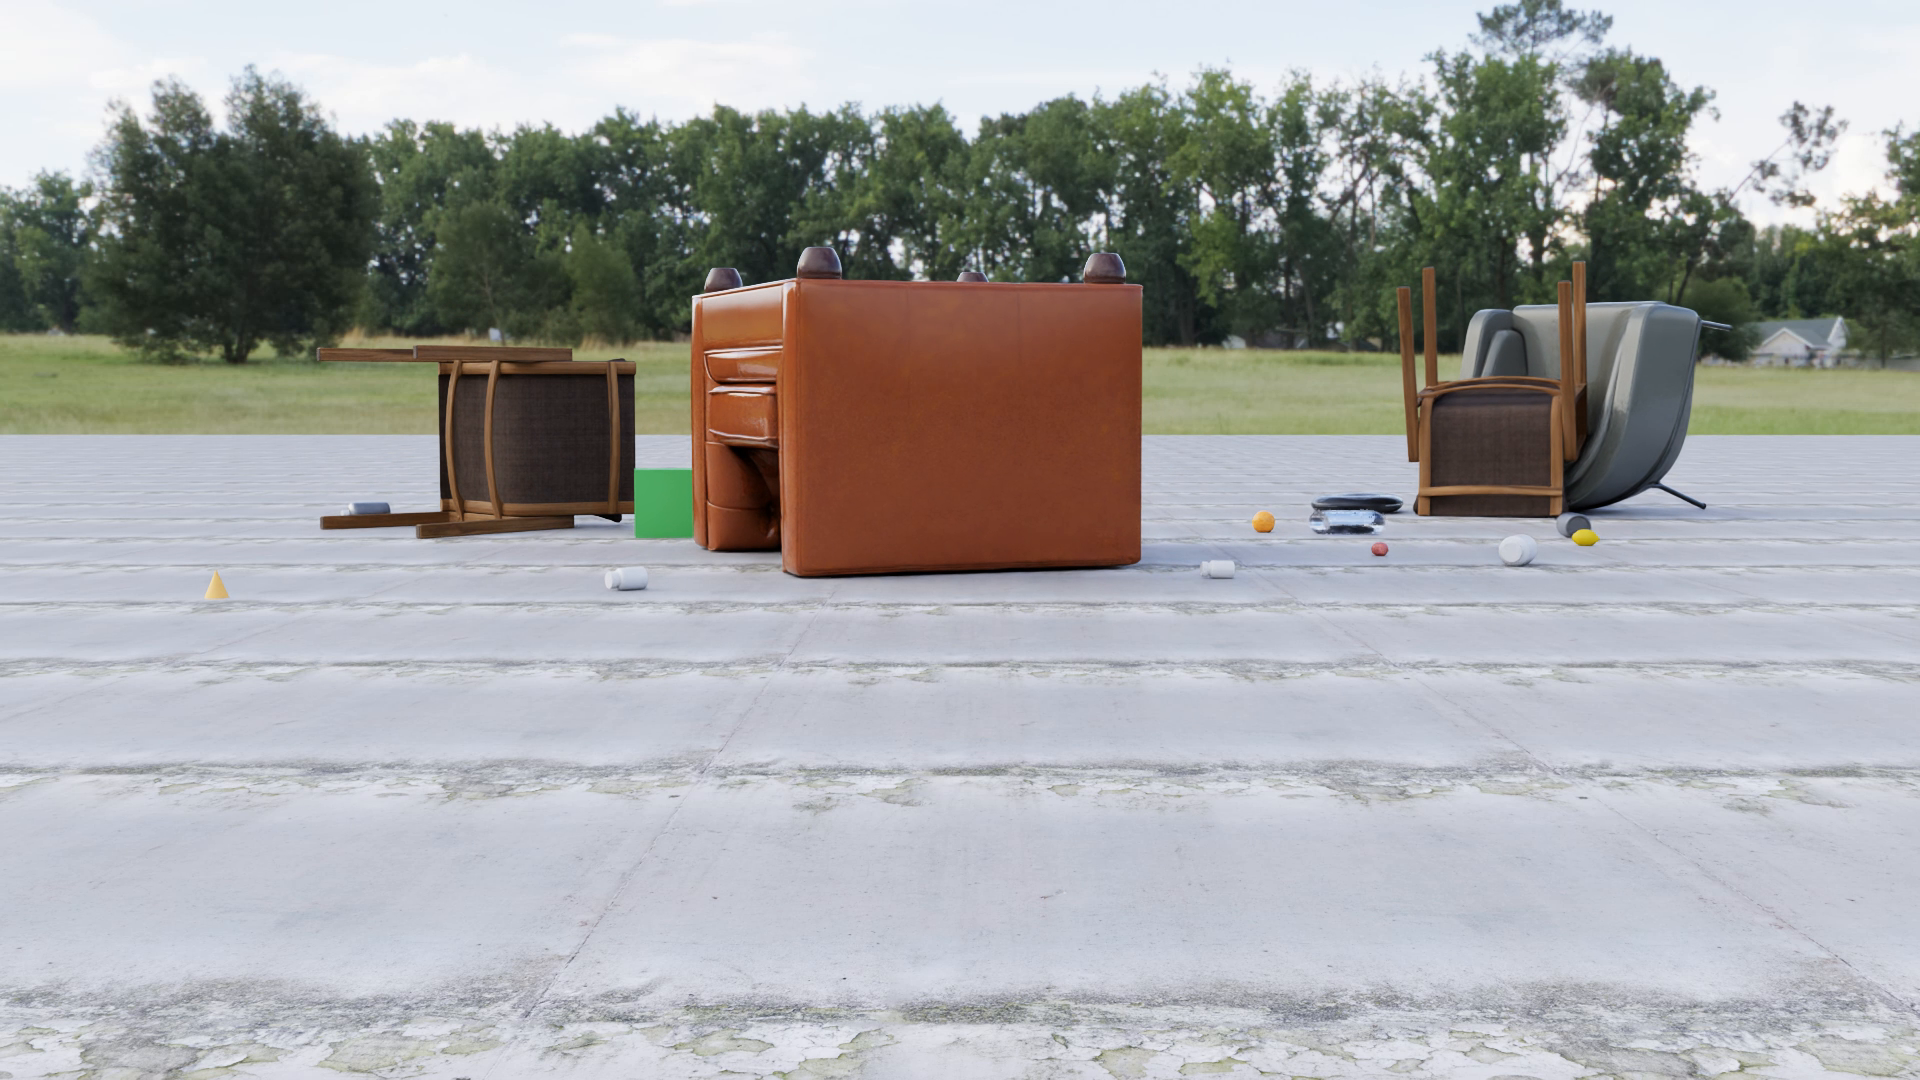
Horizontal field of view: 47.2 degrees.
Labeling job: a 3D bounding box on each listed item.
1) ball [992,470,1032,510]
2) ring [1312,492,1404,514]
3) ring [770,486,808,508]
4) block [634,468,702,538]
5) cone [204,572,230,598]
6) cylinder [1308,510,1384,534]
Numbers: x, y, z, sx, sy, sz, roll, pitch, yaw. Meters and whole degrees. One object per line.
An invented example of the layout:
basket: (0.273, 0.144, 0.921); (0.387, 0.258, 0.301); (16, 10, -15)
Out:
ball: (0.196, -0.190, 8.219); (0.150, 0.150, 0.150); (0, 4, 0)
ring: (1.449, -0.134, 8.024); (0.314, 0.066, 0.389); (2, 5, 40)
ring: (-0.650, -0.164, 8.381); (0.150, 0.078, 0.094); (0, 1, -27)
block: (-0.894, -0.114, 6.718); (0.197, 0.204, 0.160); (-1, 4, -9)
cone: (-1.600, 0.094, 4.732); (0.051, 0.062, 0.057); (1, 4, 11)
cylinder: (1.195, -0.054, 6.805); (0.176, 0.072, 0.192); (-1, 4, -11)
